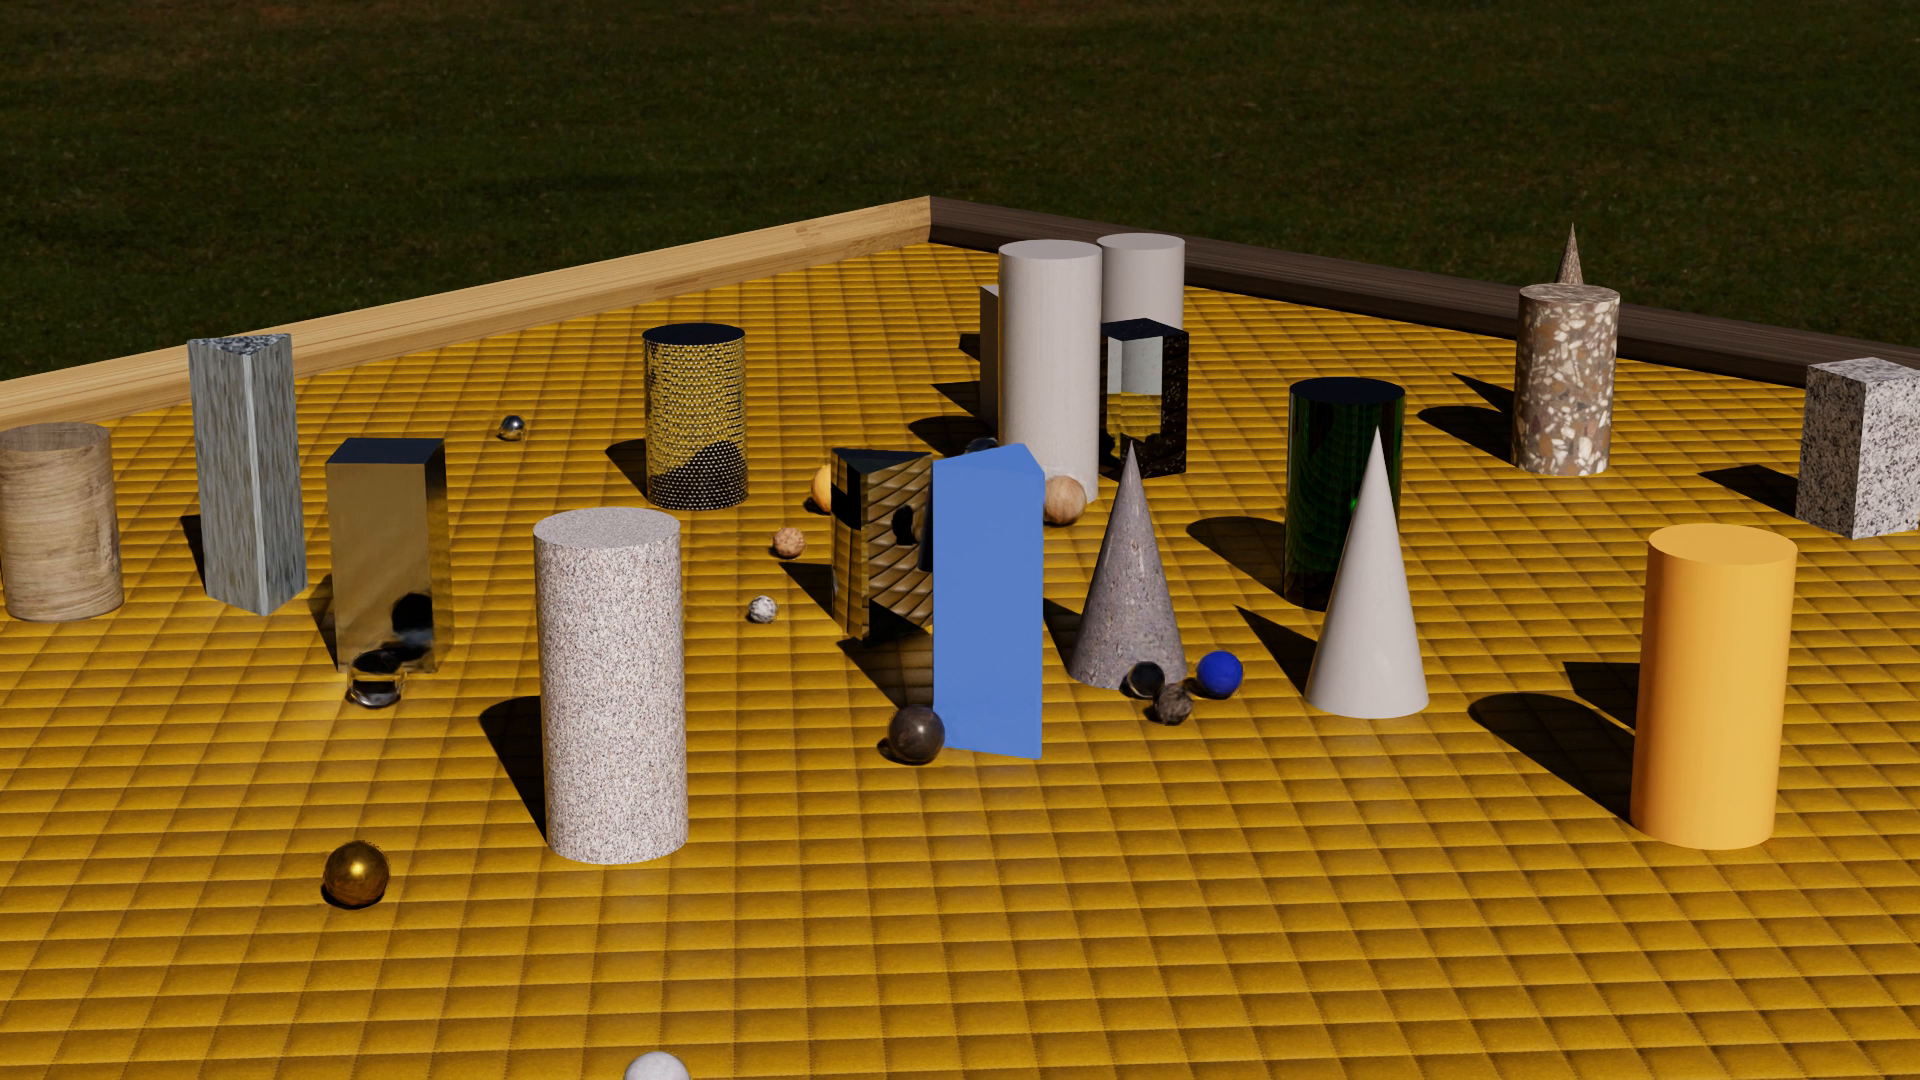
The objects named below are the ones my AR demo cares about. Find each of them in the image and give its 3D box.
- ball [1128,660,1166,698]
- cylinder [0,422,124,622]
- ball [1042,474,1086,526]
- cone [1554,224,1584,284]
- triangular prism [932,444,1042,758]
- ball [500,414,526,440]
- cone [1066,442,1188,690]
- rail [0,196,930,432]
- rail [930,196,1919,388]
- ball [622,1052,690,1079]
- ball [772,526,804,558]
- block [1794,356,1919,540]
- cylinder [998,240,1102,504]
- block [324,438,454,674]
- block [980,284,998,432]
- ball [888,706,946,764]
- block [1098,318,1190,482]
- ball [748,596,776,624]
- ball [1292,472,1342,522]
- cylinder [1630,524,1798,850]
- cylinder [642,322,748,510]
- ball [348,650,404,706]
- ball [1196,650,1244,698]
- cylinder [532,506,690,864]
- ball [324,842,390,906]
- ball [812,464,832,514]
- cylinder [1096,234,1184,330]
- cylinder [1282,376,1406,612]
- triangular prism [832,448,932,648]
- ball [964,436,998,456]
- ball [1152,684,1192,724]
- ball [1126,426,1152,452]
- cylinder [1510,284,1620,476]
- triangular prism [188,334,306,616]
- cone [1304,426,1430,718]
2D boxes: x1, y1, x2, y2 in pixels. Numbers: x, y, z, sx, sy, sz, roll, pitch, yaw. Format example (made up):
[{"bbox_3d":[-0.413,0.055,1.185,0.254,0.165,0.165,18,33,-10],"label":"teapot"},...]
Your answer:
[{"bbox_3d":[0.294,0.220,4.622,0.059,0.059,0.059,0,17,0],"label":"ball"},{"bbox_3d":[-1.549,-0.032,5.036,0.198,0.302,0.198,0,17,0],"label":"cylinder"},{"bbox_3d":[0.191,-0.076,5.540,0.095,0.095,0.095,0,17,0],"label":"ball"},{"bbox_3d":[1.289,-0.461,6.232,0.198,0.435,0.198,0,17,0],"label":"cone"},{"bbox_3d":[0.065,0.086,4.402,0.172,0.442,0.149,6,18,20],"label":"triangular prism"},{"bbox_3d":[-0.936,-0.235,6.139,0.054,0.054,0.054,0,17,0],"label":"ball"},{"bbox_3d":[0.272,0.026,4.699,0.198,0.386,0.198,0,17,0],"label":"cone"},{"bbox_3d":[-1.634,-0.377,6.478,0.045,0.129,4.776,14,22,39],"label":"rail"},{"bbox_3d":[1.550,-0.483,6.829,4.374,0.129,0.045,14,22,39],"label":"rail"},{"bbox_3d":[-0.340,0.612,3.285,0.078,0.078,0.078,0,17,0],"label":"ball"},{"bbox_3d":[-0.312,0.004,5.339,0.057,0.057,0.057,0,17,0],"label":"ball"},{"bbox_3d":[1.698,-0.174,5.513,0.158,0.299,0.158,-8,18,-24],"label":"block"},{"bbox_3d":[0.173,-0.323,5.680,0.198,0.487,0.198,0,17,0],"label":"cylinder"},{"bbox_3d":[-0.923,0.025,4.761,0.158,0.352,0.158,0,17,2],"label":"block"},{"bbox_3d":[0.142,-0.386,6.229,0.158,0.292,0.158,-5,18,-17],"label":"block"},{"bbox_3d":[-0.064,0.288,4.349,0.086,0.086,0.086,0,17,0],"label":"ball"},{"bbox_3d":[0.347,-0.282,5.891,0.158,0.288,0.158,-9,19,-28],"label":"block"},{"bbox_3d":[-0.335,0.118,4.981,0.047,0.047,0.047,0,17,0],"label":"ball"},{"bbox_3d":[0.676,-0.081,5.556,0.096,0.096,0.096,0,17,0],"label":"ball"},{"bbox_3d":[1.044,0.202,4.072,0.198,0.411,0.198,0,17,0],"label":"cylinder"},{"bbox_3d":[-0.512,-0.241,5.688,0.198,0.325,0.198,0,17,0],"label":"cylinder"},{"bbox_3d":[-0.911,0.216,4.579,0.087,0.087,0.087,0,17,0],"label":"ball"},{"bbox_3d":[0.409,0.211,4.624,0.075,0.075,0.075,0,17,0],"label":"ball"},{"bbox_3d":[-0.476,0.198,4.018,0.198,0.449,0.198,0,17,0],"label":"cylinder"},{"bbox_3d":[-0.793,0.439,3.850,0.084,0.084,0.084,0,17,0],"label":"ball"},{"bbox_3d":[-0.235,-0.098,5.608,0.099,0.099,0.099,0,17,0],"label":"ball"},{"bbox_3d":[0.406,-0.519,6.627,0.198,0.317,0.198,0,17,0],"label":"cylinder"},{"bbox_3d":[0.663,-0.079,5.076,0.198,0.370,0.198,0,17,0],"label":"cylinder"},{"bbox_3d":[-0.158,0.004,4.921,0.149,0.300,0.172,13,21,38],"label":"triangular prism"},{"bbox_3d":[0.052,-0.159,5.821,0.093,0.093,0.093,0,17,0],"label":"ball"},{"bbox_3d":[0.327,0.252,4.510,0.061,0.061,0.061,0,17,0],"label":"ball"},{"bbox_3d":[0.369,-0.209,6.058,0.051,0.051,0.051,0,17,0],"label":"ball"},{"bbox_3d":[1.221,-0.325,5.923,0.198,0.353,0.198,0,17,0],"label":"cylinder"},{"bbox_3d":[-1.204,-0.121,5.064,0.172,0.457,0.149,15,22,40],"label":"triangular prism"},{"bbox_3d":[0.641,0.035,4.566,0.198,0.445,0.198,0,17,0],"label":"cone"}]
